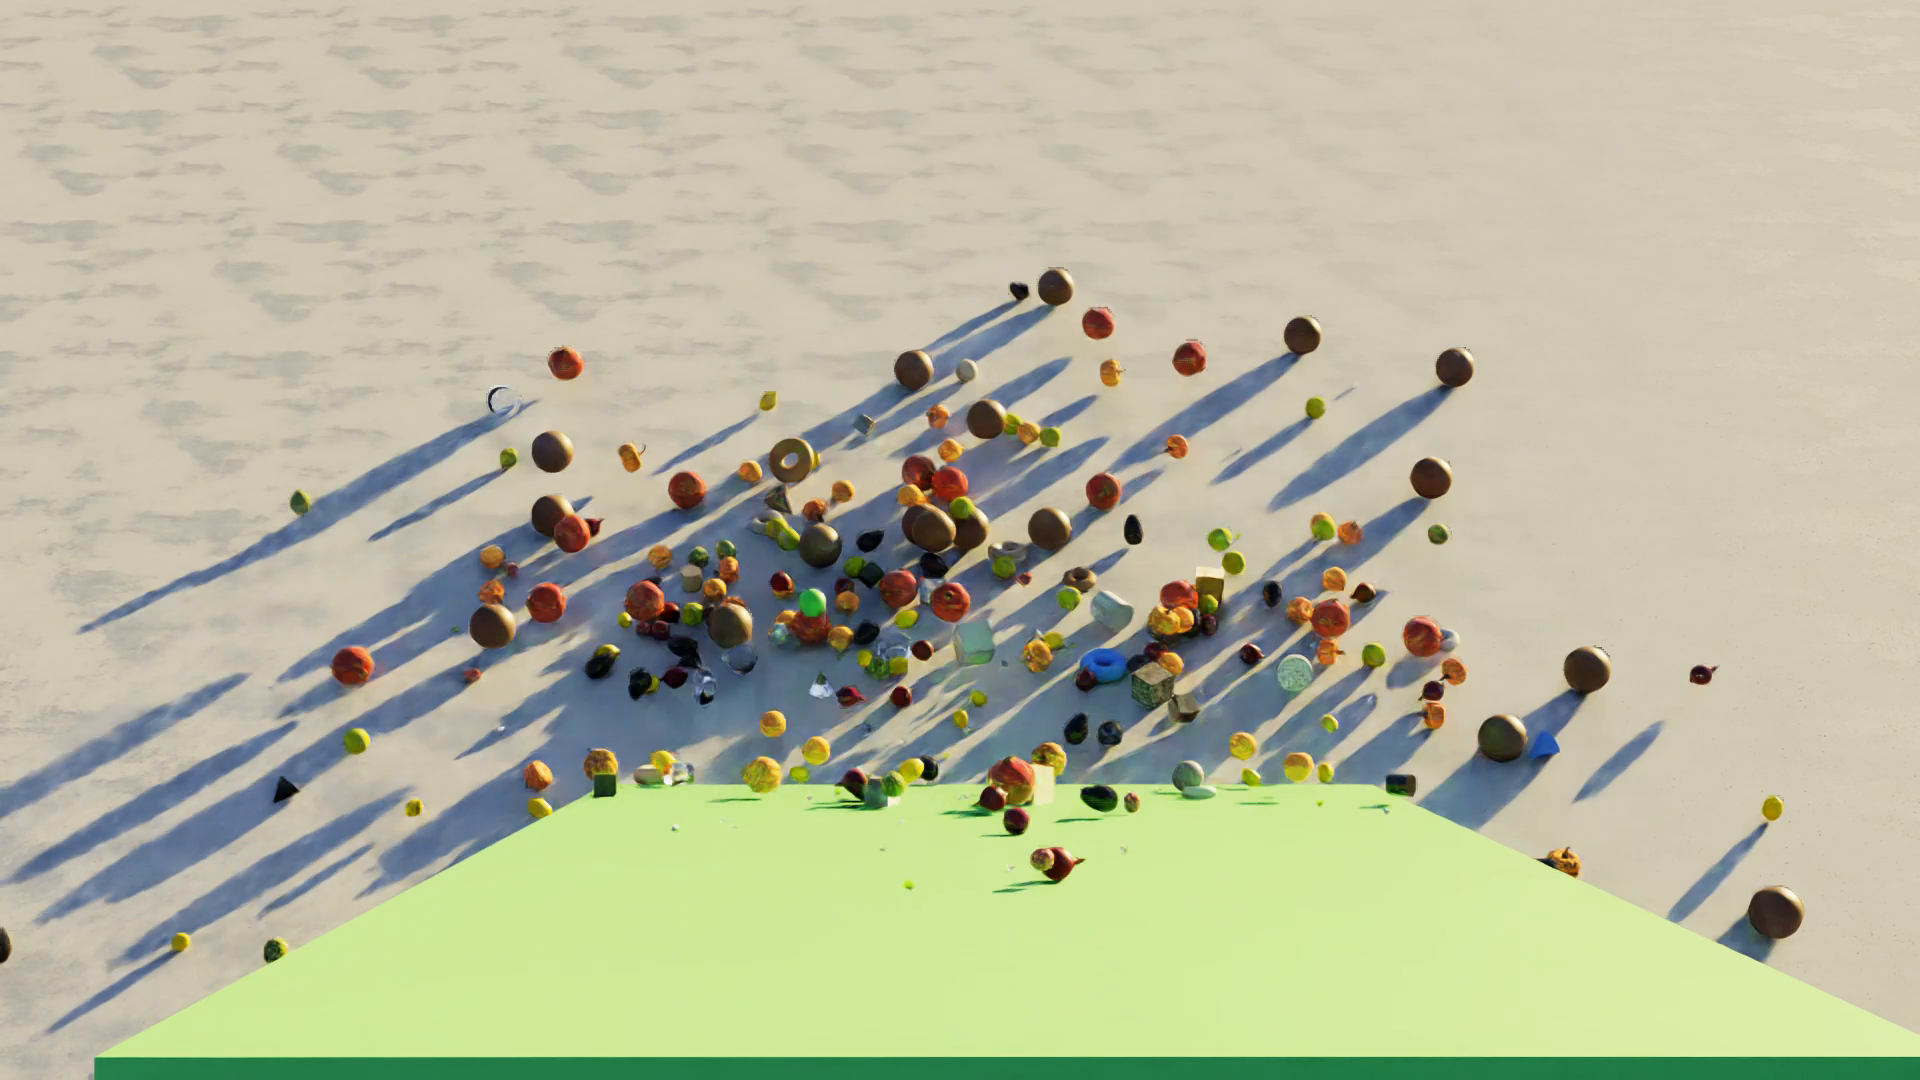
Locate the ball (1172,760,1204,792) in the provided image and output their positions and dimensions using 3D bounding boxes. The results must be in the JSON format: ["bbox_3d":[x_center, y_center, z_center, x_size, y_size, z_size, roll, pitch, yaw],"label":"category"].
[{"bbox_3d":[0.571,0.593,6.510,0.081,0.081,0.081,0,33,0],"label":"ball"}]

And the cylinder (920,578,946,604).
[{"bbox_3d":[-0.079,0.148,7.569,0.076,0.076,0.076,0,0,0],"label":"cylinder"}]

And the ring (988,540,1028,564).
[{"bbox_3d":[0.143,0.037,7.782,0.123,0.041,0.123,3,23,-1],"label":"ring"}]

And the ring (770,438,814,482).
[{"bbox_3d":[-0.525,-0.249,8.077,0.146,0.049,0.146,-4,74,15],"label":"ring"}]

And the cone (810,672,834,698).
[{"bbox_3d":[-0.387,0.393,7.234,0.067,0.067,0.067,0,33,0],"label":"cone"}]

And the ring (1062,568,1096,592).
[{"bbox_3d":[0.354,0.116,7.683,0.098,0.033,0.098,-1,34,1],"label":"ring"}]

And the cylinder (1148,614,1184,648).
[{"bbox_3d":[0.589,0.262,7.426,0.073,0.073,0.073,-26,44,-33],"label":"cylinder"}]

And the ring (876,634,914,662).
[{"bbox_3d":[-0.185,0.308,7.390,0.111,0.037,0.111,-1,33,1],"label":"ring"}]

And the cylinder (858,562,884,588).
[{"bbox_3d":[-0.261,0.102,7.607,0.057,0.057,0.057,29,69,36],"label":"cylinder"}]

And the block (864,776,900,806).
[{"bbox_3d":[-0.184,0.593,6.136,0.065,0.065,0.065,-1,-1,24],"label":"block"}]

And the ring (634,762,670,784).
[{"bbox_3d":[-0.798,0.619,6.874,0.136,0.045,0.136,-5,3,0],"label":"ring"}]

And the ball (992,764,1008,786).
[{"bbox_3d":[0.110,0.608,6.699,0.060,0.060,0.060,0,33,0],"label":"ball"}]

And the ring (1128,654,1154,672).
[{"bbox_3d":[0.513,0.351,7.334,0.078,0.026,0.078,0,33,0],"label":"ring"}]

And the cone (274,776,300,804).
[{"bbox_3d":[-1.791,0.671,6.846,0.067,0.067,0.067,20,72,28],"label":"cone"}]

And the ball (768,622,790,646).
[{"bbox_3d":[-0.517,0.269,7.415,0.067,0.067,0.067,0,33,0],"label":"ball"}]

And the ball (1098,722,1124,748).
[{"bbox_3d":[0.407,0.526,7.029,0.070,0.070,0.070,0,33,0],"label":"ball"}]

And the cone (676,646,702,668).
[{"bbox_3d":[-0.777,0.345,7.340,0.066,0.066,0.066,-26,28,19],"label":"cone"}]

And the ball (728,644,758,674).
[{"bbox_3d":[-0.613,0.336,7.305,0.083,0.083,0.083,0,33,0],"label":"ball"}]

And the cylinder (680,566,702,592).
[{"bbox_3d":[-0.794,0.116,7.660,0.059,0.059,0.059,0,33,0],"label":"cylinder"}]

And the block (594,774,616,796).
[{"bbox_3d":[-0.874,0.605,6.400,0.052,0.052,0.052,0,-1,-4],"label":"block"}]

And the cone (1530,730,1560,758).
[{"bbox_3d":[1.559,0.567,6.985,0.077,0.077,0.077,-35,44,-16],"label":"cone"}]

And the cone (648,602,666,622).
[{"bbox_3d":[-0.889,0.216,7.541,0.052,0.052,0.052,22,66,30],"label":"cone"}]

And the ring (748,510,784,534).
[{"bbox_3d":[-0.594,-0.054,7.937,0.112,0.037,0.112,-1,34,1],"label":"ring"}]

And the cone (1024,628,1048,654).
[{"bbox_3d":[0.217,0.278,7.404,0.071,0.071,0.071,0,33,0],"label":"cone"}]

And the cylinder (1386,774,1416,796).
[{"bbox_3d":[1.038,0.577,6.112,0.053,0.053,0.053,-1,26,40],"label":"cylinder"}]

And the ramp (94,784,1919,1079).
[{"bbox_3d":[0.074,0.646,4.772,2.000,0.100,4.000,0,-1,0],"label":"ramp"}]

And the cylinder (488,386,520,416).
[{"bbox_3d":[-1.475,-0.448,8.400,0.092,0.092,0.092,0,-1,1],"label":"cylinder"}]

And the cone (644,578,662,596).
[{"bbox_3d":[-0.900,0.146,7.646,0.053,0.053,0.053,-8,61,-12],"label":"cone"}]

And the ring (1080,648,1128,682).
[{"bbox_3d":[0.404,0.353,7.315,0.134,0.045,0.134,1,32,0],"label":"ring"}]

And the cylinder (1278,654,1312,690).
[{"bbox_3d":[0.932,0.369,7.214,0.094,0.094,0.094,5,3,7],"label":"cylinder"}]

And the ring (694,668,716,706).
[{"bbox_3d":[-0.704,0.406,7.163,0.036,0.108,0.108,12,27,-26],"label":"ring"}]

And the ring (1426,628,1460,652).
[{"bbox_3d":[1.384,0.285,7.430,0.094,0.031,0.094,-1,33,1],"label":"ring"}]

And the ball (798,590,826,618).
[{"bbox_3d":[-0.403,0.173,7.091,0.077,0.077,0.077,0,33,0],"label":"ball"}]

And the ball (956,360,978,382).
[{"bbox_3d":[0.022,-0.567,8.677,0.076,0.076,0.076,0,33,0],"label":"ball"}]

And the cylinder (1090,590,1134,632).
[{"bbox_3d":[0.437,0.204,7.498,0.090,0.090,0.090,-23,40,-31],"label":"cylinder"}]

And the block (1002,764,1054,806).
[{"bbox_3d":[0.162,0.582,6.167,0.088,0.088,0.088,-1,-1,32],"label":"block"}]

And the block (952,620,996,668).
[{"bbox_3d":[0.039,0.288,7.243,0.092,0.092,0.092,-9,65,-16],"label":"block"}]

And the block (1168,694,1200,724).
[{"bbox_3d":[0.612,0.461,7.106,0.057,0.057,0.057,-3,57,-23],"label":"block"}]

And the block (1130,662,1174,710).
[{"bbox_3d":[0.534,0.404,7.203,0.082,0.082,0.082,-27,42,-35],"label":"block"}]

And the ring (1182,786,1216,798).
[{"bbox_3d":[0.583,0.615,6.328,0.086,0.029,0.086,1,-5,0],"label":"ring"}]

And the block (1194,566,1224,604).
[{"bbox_3d":[0.730,0.133,7.597,0.082,0.082,0.082,4,20,6],"label":"block"}]

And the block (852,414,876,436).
[{"bbox_3d":[-0.307,-0.371,8.343,0.051,0.051,0.051,33,4,11],"label":"block"}]

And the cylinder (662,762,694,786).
[{"bbox_3d":[-0.731,0.608,6.738,0.060,0.060,0.060,0,28,-37],"label":"cylinder"}]
